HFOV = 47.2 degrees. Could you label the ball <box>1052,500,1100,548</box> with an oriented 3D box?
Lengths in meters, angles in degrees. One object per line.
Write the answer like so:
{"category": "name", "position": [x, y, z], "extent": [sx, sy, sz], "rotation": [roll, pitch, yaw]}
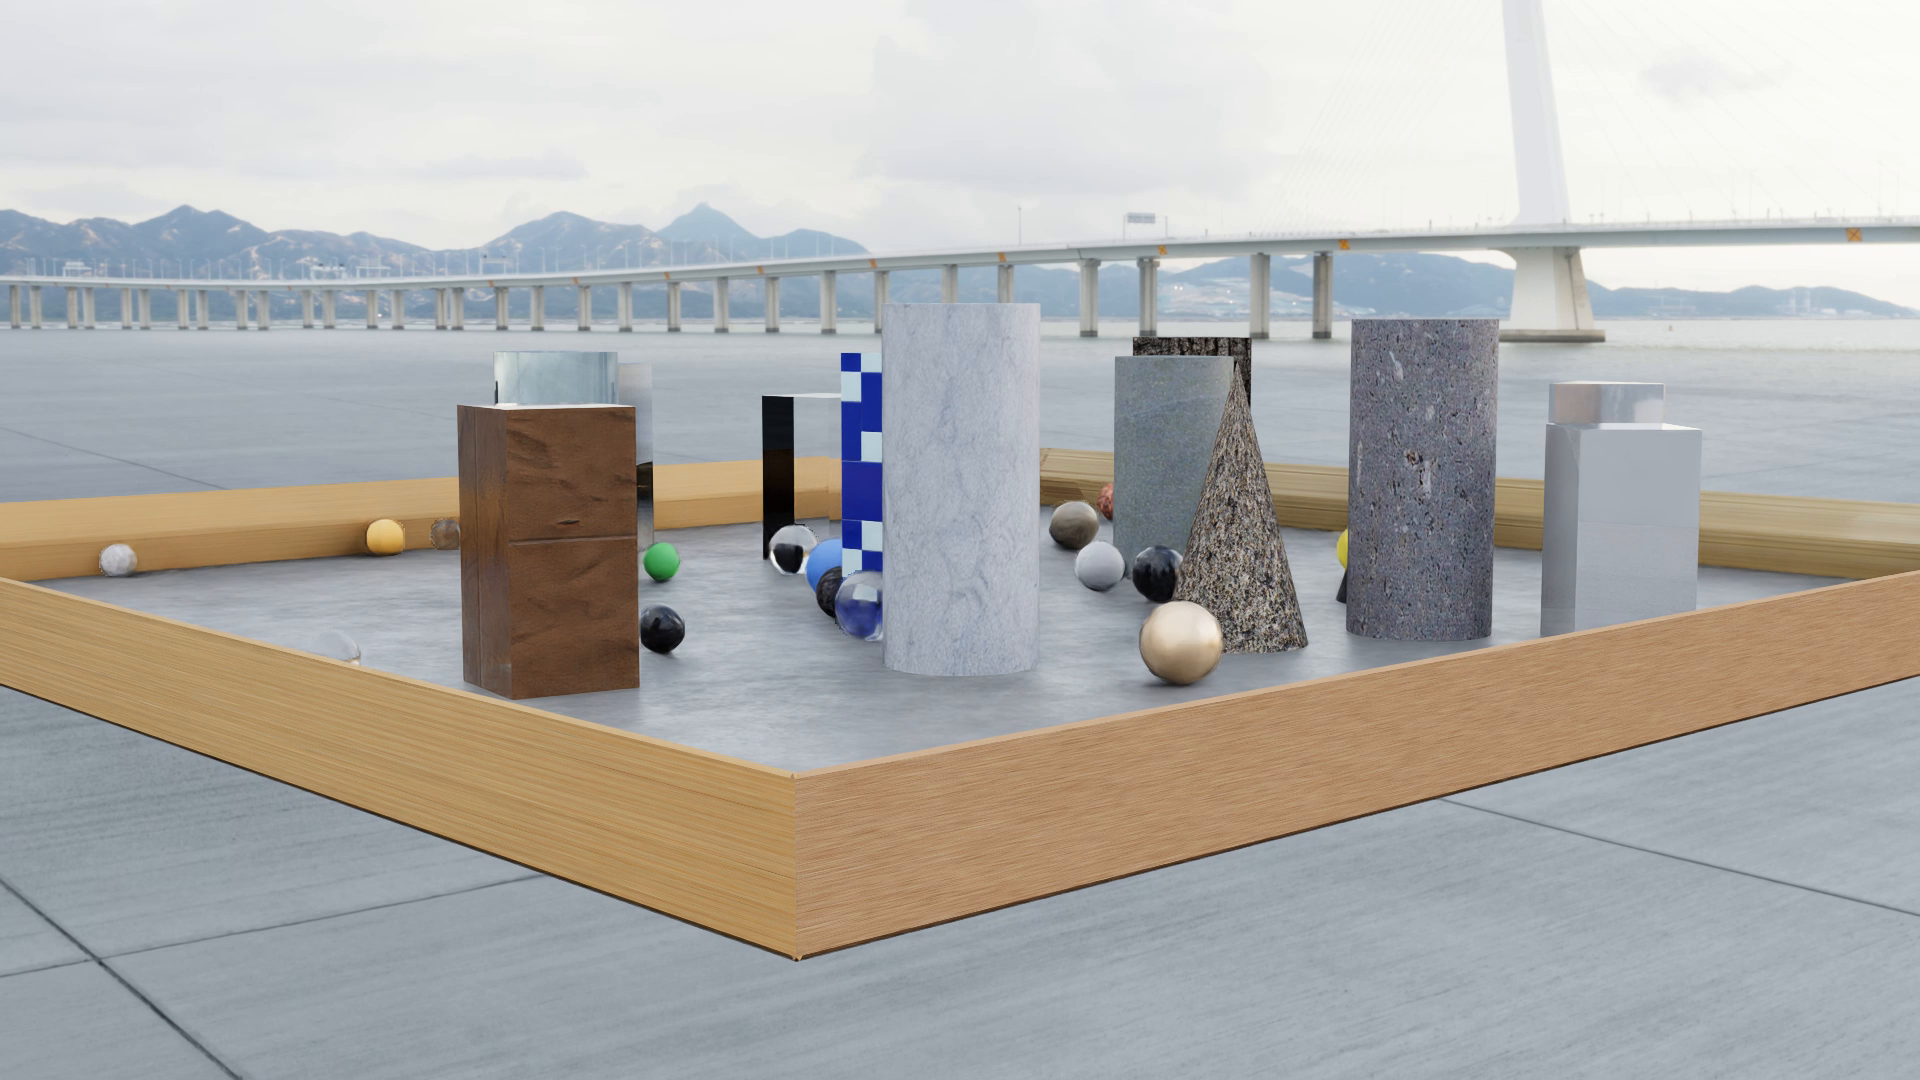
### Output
{"category": "ball", "position": [0.216, -0.029, 4.132], "extent": [0.090, 0.090, 0.090], "rotation": [0, 6, 0]}

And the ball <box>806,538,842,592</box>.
{"category": "ball", "position": [-0.189, 0.046, 3.380], "extent": [0.097, 0.097, 0.097], "rotation": [0, 6, 0]}

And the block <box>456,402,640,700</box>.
{"category": "block", "position": [-0.490, 0.007, 2.616], "extent": [0.159, 0.333, 0.159], "rotation": [-4, 7, -32]}

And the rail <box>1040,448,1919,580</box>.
{"category": "rail", "position": [0.960, -0.058, 4.213], "extent": [0.045, 0.129, 2.552], "rotation": [-5, 8, -42]}

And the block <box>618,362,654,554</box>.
{"category": "block", "position": [-0.673, -0.150, 4.050], "extent": [0.159, 0.348, 0.159], "rotation": [2, 6, 18]}

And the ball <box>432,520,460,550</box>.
{"category": "ball", "position": [-0.957, -0.010, 4.104], "extent": [0.058, 0.058, 0.058], "rotation": [0, 6, 0]}

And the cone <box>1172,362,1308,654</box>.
{"category": "cone", "position": [0.370, -0.051, 2.948], "extent": [0.199, 0.379, 0.199], "rotation": [0, 6, 0]}

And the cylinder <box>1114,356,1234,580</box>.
{"category": "cylinder", "position": [0.359, -0.125, 3.708], "extent": [0.199, 0.368, 0.199], "rotation": [0, 6, 0]}

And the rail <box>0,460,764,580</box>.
{"category": "rail", "position": [-0.849, -0.062, 4.247], "extent": [2.661, 0.129, 0.045], "rotation": [-5, 8, -42]}

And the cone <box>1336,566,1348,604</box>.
{"category": "cone", "position": [0.681, -0.057, 3.379], "extent": [0.199, 0.302, 0.199], "rotation": [0, 6, 0]}

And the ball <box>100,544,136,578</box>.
{"category": "ball", "position": [-1.412, 0.034, 3.690], "extent": [0.056, 0.056, 0.056], "rotation": [0, 6, 0]}

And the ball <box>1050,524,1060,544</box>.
{"category": "ball", "position": [0.199, -0.019, 4.215], "extent": [0.054, 0.054, 0.054], "rotation": [0, 6, 0]}

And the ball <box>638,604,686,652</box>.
{"category": "ball", "position": [-0.390, 0.116, 2.872], "extent": [0.064, 0.064, 0.064], "rotation": [0, 6, 0]}

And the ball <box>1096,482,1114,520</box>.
{"category": "ball", "position": [0.332, -0.082, 4.681], "extent": [0.081, 0.081, 0.081], "rotation": [0, 6, 0]}

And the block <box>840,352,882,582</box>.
{"category": "block", "position": [-0.055, -0.072, 3.123], "extent": [0.159, 0.386, 0.159], "rotation": [5, 8, 39]}

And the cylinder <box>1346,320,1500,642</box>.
{"category": "cylinder", "position": [0.640, -0.088, 3.047], "extent": [0.199, 0.433, 0.199], "rotation": [0, 6, 0]}

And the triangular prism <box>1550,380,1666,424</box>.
{"category": "triangular prism", "position": [0.980, -0.077, 3.415], "extent": [0.172, 0.335, 0.149], "rotation": [0, 6, 0]}

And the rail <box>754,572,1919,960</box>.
{"category": "rail", "position": [0.849, 0.129, 2.416], "extent": [2.661, 0.129, 0.045], "rotation": [-5, 8, -42]}

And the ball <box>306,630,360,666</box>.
{"category": "ball", "position": [-0.753, 0.140, 2.643], "extent": [0.063, 0.063, 0.063], "rotation": [0, 6, 0]}

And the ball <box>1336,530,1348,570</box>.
{"category": "ball", "position": [0.678, 0.017, 3.697], "extent": [0.089, 0.089, 0.089], "rotation": [0, 6, 0]}

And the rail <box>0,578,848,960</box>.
{"category": "rail", "position": [-0.960, 0.125, 2.451], "extent": [0.045, 0.129, 2.552], "rotation": [-5, 8, -42]}

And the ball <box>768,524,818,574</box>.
{"category": "ball", "position": [-0.281, 0.017, 3.721], "extent": [0.085, 0.085, 0.085], "rotation": [0, 6, 0]}

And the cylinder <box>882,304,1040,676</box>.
{"category": "cylinder", "position": [0.001, -0.070, 2.770], "extent": [0.199, 0.453, 0.199], "rotation": [0, 6, 0]}

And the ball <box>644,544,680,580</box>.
{"category": "ball", "position": [-0.494, 0.037, 3.646], "extent": [0.060, 0.060, 0.060], "rotation": [0, 6, 0]}

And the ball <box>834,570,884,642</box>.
{"category": "ball", "position": [-0.122, 0.089, 2.973], "extent": [0.096, 0.096, 0.096], "rotation": [0, 6, 0]}

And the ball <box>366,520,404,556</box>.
{"category": "ball", "position": [-1.048, -0.005, 4.009], "extent": [0.067, 0.067, 0.067], "rotation": [0, 6, 0]}

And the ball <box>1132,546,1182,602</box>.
{"category": "ball", "position": [0.307, 0.052, 3.378], "extent": [0.086, 0.086, 0.086], "rotation": [0, 6, 0]}

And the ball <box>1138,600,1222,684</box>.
{"category": "ball", "position": [0.264, 0.123, 2.631], "extent": [0.100, 0.100, 0.100], "rotation": [0, 6, 0]}

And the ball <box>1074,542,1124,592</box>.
{"category": "ball", "position": [0.222, 0.043, 3.499], "extent": [0.079, 0.079, 0.079], "rotation": [0, 6, 0]}

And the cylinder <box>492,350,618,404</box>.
{"category": "cylinder", "position": [-0.654, -0.116, 3.578], "extent": [0.199, 0.379, 0.199], "rotation": [0, 6, 0]}

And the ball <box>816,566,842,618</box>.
{"category": "ball", "position": [-0.170, 0.076, 3.185], "extent": [0.077, 0.077, 0.077], "rotation": [0, 6, 0]}

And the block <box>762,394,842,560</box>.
{"category": "block", "position": [-0.242, -0.113, 3.960], "extent": [0.159, 0.294, 0.159], "rotation": [5, 8, 38]}

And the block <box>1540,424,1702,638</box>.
{"category": "block", "position": [0.885, -0.007, 2.955], "extent": [0.159, 0.291, 0.159], "rotation": [0, 6, -1]}

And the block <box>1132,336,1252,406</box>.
{"category": "block", "position": [0.418, -0.169, 3.992], "extent": [0.159, 0.397, 0.159], "rotation": [-2, 6, -20]}
